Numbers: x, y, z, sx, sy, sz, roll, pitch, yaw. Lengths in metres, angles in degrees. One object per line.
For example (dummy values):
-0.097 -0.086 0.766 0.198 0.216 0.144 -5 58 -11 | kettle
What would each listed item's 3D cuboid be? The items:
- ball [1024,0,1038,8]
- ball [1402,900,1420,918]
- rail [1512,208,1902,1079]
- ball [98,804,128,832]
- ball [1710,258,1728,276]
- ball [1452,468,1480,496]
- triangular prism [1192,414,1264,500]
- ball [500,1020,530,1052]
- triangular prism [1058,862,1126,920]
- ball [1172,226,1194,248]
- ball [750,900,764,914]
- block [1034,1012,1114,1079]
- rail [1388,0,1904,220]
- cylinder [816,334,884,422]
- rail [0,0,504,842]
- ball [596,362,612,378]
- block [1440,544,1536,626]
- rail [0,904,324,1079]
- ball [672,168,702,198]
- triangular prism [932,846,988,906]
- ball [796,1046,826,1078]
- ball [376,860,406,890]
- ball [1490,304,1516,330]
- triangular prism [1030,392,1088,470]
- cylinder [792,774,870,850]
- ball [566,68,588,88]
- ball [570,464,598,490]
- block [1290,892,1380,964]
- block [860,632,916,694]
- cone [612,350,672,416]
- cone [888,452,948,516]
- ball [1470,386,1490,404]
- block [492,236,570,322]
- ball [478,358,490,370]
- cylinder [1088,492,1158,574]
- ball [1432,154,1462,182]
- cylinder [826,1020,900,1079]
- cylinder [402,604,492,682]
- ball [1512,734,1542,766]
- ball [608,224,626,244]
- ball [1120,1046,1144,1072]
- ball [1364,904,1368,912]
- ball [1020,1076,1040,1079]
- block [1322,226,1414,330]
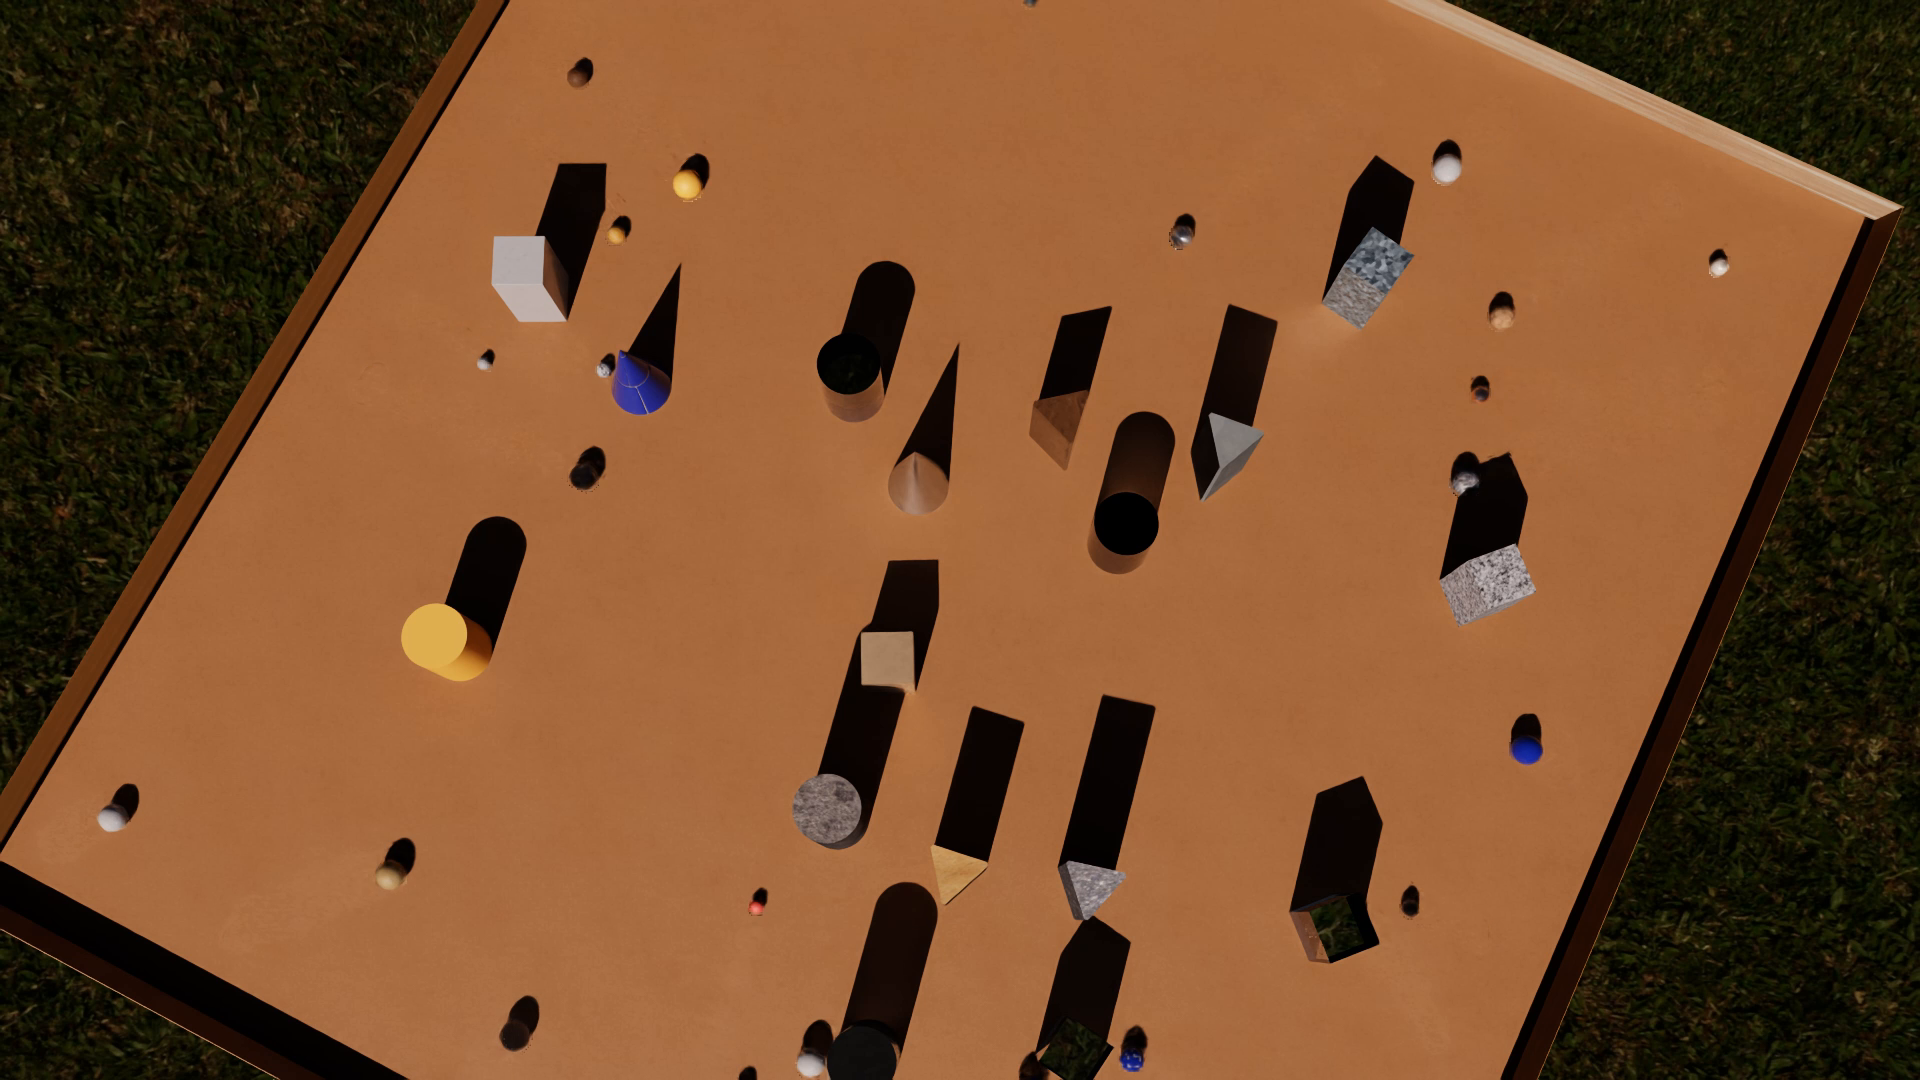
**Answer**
0.230 -1.755 5.954 0.050 0.050 0.050 0 78 0 | ball
1.320 1.079 5.367 0.051 0.051 0.051 0 78 0 | ball
1.909 0.941 5.358 0.045 0.122 4.516 26 80 5 | rail
-2.498 0.819 5.405 0.082 0.082 0.082 0 78 0 | ball
2.390 -0.860 5.767 0.054 0.054 0.054 0 78 0 | ball
1.549 -0.176 5.610 0.084 0.084 0.084 0 78 0 | ball
0.762 -0.266 5.451 0.163 0.432 0.141 -39 81 -7 | triangular prism
-1.282 1.428 5.277 0.087 0.087 0.087 0 78 0 | ball
0.343 0.964 5.182 0.141 0.460 0.163 42 81 8 | triangular prism
0.703 -0.958 5.779 0.070 0.070 0.070 0 78 0 | ball
-0.595 1.074 5.373 0.042 0.042 0.042 0 78 0 | ball
0.321 1.447 5.186 0.151 0.257 0.151 34 80 7 | block
0.999 -1.951 5.956 4.316 0.122 0.045 26 80 5 | rail
-0.329 -0.488 5.559 0.189 0.311 0.189 0 78 0 | cylinder
-1.909 -0.928 5.745 0.045 0.122 4.516 26 80 5 | rail
-1.108 -0.528 5.702 0.047 0.047 0.047 0 78 0 | ball
1.558 0.137 5.424 0.151 0.321 0.151 -20 79 -4 | block
-0.999 1.963 5.147 4.316 0.122 0.045 26 80 5 | rail
-0.863 -1.128 5.801 0.094 0.094 0.094 0 78 0 | ball
-0.031 0.931 5.225 0.163 0.389 0.141 -41 81 -8 | triangular prism
-0.428 1.497 5.258 0.084 0.084 0.084 0 78 0 | ball
-1.669 0.982 5.370 0.086 0.086 0.086 0 78 0 | ball
1.694 -0.695 5.721 0.077 0.077 0.077 0 78 0 | ball
0.322 -0.355 5.515 0.141 0.341 0.163 -42 81 -8 | triangular prism
-0.363 0.779 5.222 0.189 0.457 0.189 0 78 0 | cylinder
-1.230 -1.486 5.890 0.066 0.066 0.066 0 78 0 | ball
-1.152 -0.193 5.613 0.084 0.084 0.084 0 78 0 | ball
1.065 1.105 5.227 0.151 0.315 0.151 -20 79 -4 | block
-0.211 0.365 5.420 0.151 0.236 0.151 -1 78 0 | block
-0.994 -0.518 5.533 0.189 0.373 0.189 0 78 0 | cone
-0.128 -0.211 5.444 0.189 0.422 0.189 0 78 0 | cone
1.613 -0.448 5.680 0.057 0.057 0.057 0 78 0 | ball
-1.310 -0.795 5.604 0.151 0.346 0.151 0 78 0 | block
-1.483 -0.549 5.709 0.041 0.041 0.041 0 78 0 | ball
0.484 -0.018 5.468 0.189 0.298 0.189 0 78 0 | cylinder
1.547 -1.179 5.814 0.090 0.090 0.090 0 78 0 | ball
-0.266 1.449 5.134 0.189 0.357 0.189 0 78 0 | cylinder
-1.509 0.305 5.404 0.189 0.293 0.189 0 78 0 | cylinder
1.684 0.623 5.442 0.090 0.090 0.090 0 78 0 | ball
-1.084 -0.965 5.786 0.059 0.059 0.059 0 78 0 | ball
0.495 1.494 5.271 0.071 0.071 0.071 0 78 0 | ball
1.164 1.084 5.363 0.057 0.057 0.057 0 78 0 | ball
0.201 1.579 5.246 0.086 0.086 0.086 0 78 0 | ball
1.243 -0.795 5.605 0.151 0.345 0.151 36 81 7 | block
